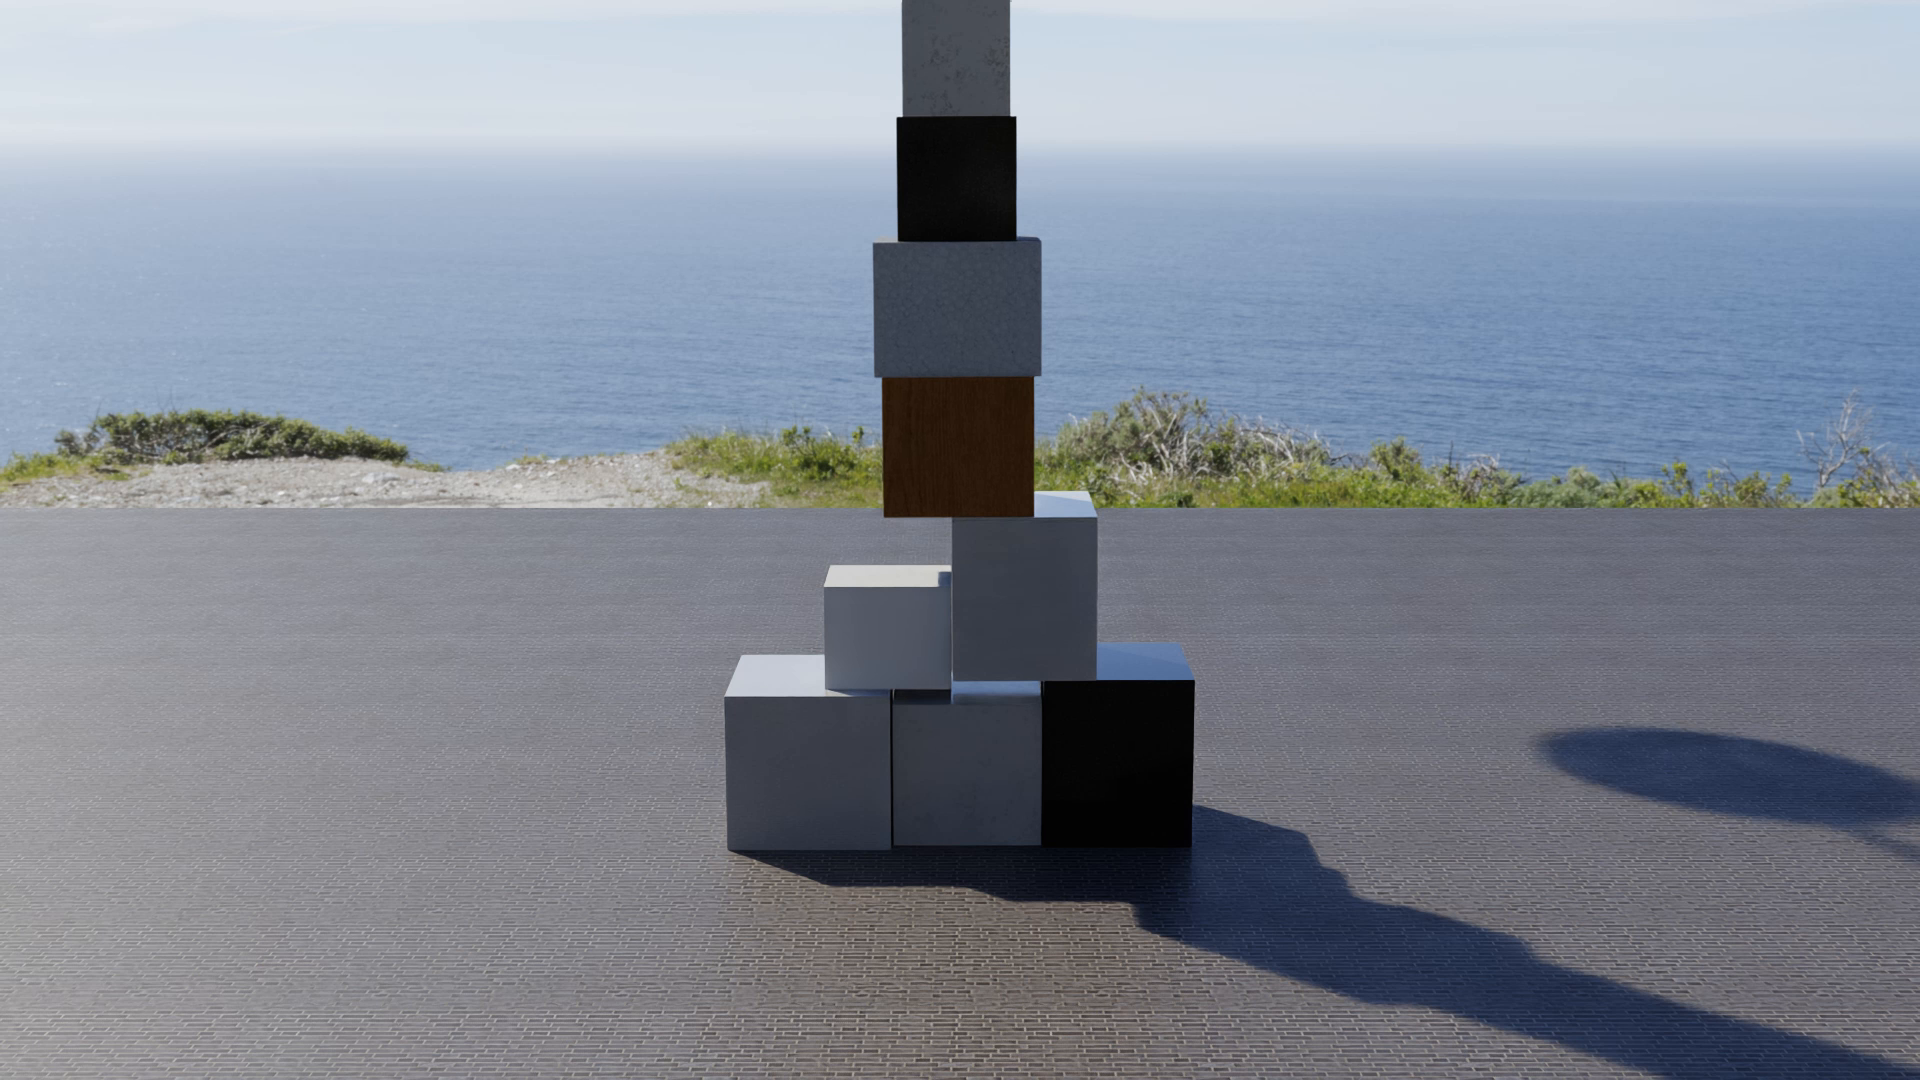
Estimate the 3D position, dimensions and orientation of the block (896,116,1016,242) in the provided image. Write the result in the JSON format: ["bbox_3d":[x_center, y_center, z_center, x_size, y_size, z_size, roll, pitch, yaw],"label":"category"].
[{"bbox_3d":[-0.015,-1.784,10.846,0.576,0.593,0.535,0,10,0],"label":"block"}]

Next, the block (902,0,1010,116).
[{"bbox_3d":[-0.019,-2.378,10.739,0.517,0.615,0.519,0,10,0],"label":"block"}]

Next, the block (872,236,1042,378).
[{"bbox_3d":[-0.011,-1.176,10.975,0.810,0.648,0.756,0,10,0],"label":"block"}]

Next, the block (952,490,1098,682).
[{"bbox_3d":[0.318,0.222,11.211,0.712,0.822,0.808,0,10,0],"label":"block"}]

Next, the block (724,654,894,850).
[{"bbox_3d":[-0.756,1.084,11.385,0.819,0.794,0.889,0,10,0],"label":"block"}]

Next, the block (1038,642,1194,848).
[{"bbox_3d":[0.792,1.047,11.388,0.746,0.866,0.822,0,10,0],"label":"block"}]

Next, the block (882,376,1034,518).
[{"bbox_3d":[-0.007,-0.516,11.067,0.737,0.685,0.745,0,10,0],"label":"block"}]

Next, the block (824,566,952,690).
[{"bbox_3d":[-0.361,0.440,11.245,0.632,0.524,0.557,0,10,0],"label":"block"}]

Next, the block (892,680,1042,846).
[{"bbox_3d":[0.037,1.119,11.374,0.746,0.730,0.701,0,10,0],"label":"block"}]
